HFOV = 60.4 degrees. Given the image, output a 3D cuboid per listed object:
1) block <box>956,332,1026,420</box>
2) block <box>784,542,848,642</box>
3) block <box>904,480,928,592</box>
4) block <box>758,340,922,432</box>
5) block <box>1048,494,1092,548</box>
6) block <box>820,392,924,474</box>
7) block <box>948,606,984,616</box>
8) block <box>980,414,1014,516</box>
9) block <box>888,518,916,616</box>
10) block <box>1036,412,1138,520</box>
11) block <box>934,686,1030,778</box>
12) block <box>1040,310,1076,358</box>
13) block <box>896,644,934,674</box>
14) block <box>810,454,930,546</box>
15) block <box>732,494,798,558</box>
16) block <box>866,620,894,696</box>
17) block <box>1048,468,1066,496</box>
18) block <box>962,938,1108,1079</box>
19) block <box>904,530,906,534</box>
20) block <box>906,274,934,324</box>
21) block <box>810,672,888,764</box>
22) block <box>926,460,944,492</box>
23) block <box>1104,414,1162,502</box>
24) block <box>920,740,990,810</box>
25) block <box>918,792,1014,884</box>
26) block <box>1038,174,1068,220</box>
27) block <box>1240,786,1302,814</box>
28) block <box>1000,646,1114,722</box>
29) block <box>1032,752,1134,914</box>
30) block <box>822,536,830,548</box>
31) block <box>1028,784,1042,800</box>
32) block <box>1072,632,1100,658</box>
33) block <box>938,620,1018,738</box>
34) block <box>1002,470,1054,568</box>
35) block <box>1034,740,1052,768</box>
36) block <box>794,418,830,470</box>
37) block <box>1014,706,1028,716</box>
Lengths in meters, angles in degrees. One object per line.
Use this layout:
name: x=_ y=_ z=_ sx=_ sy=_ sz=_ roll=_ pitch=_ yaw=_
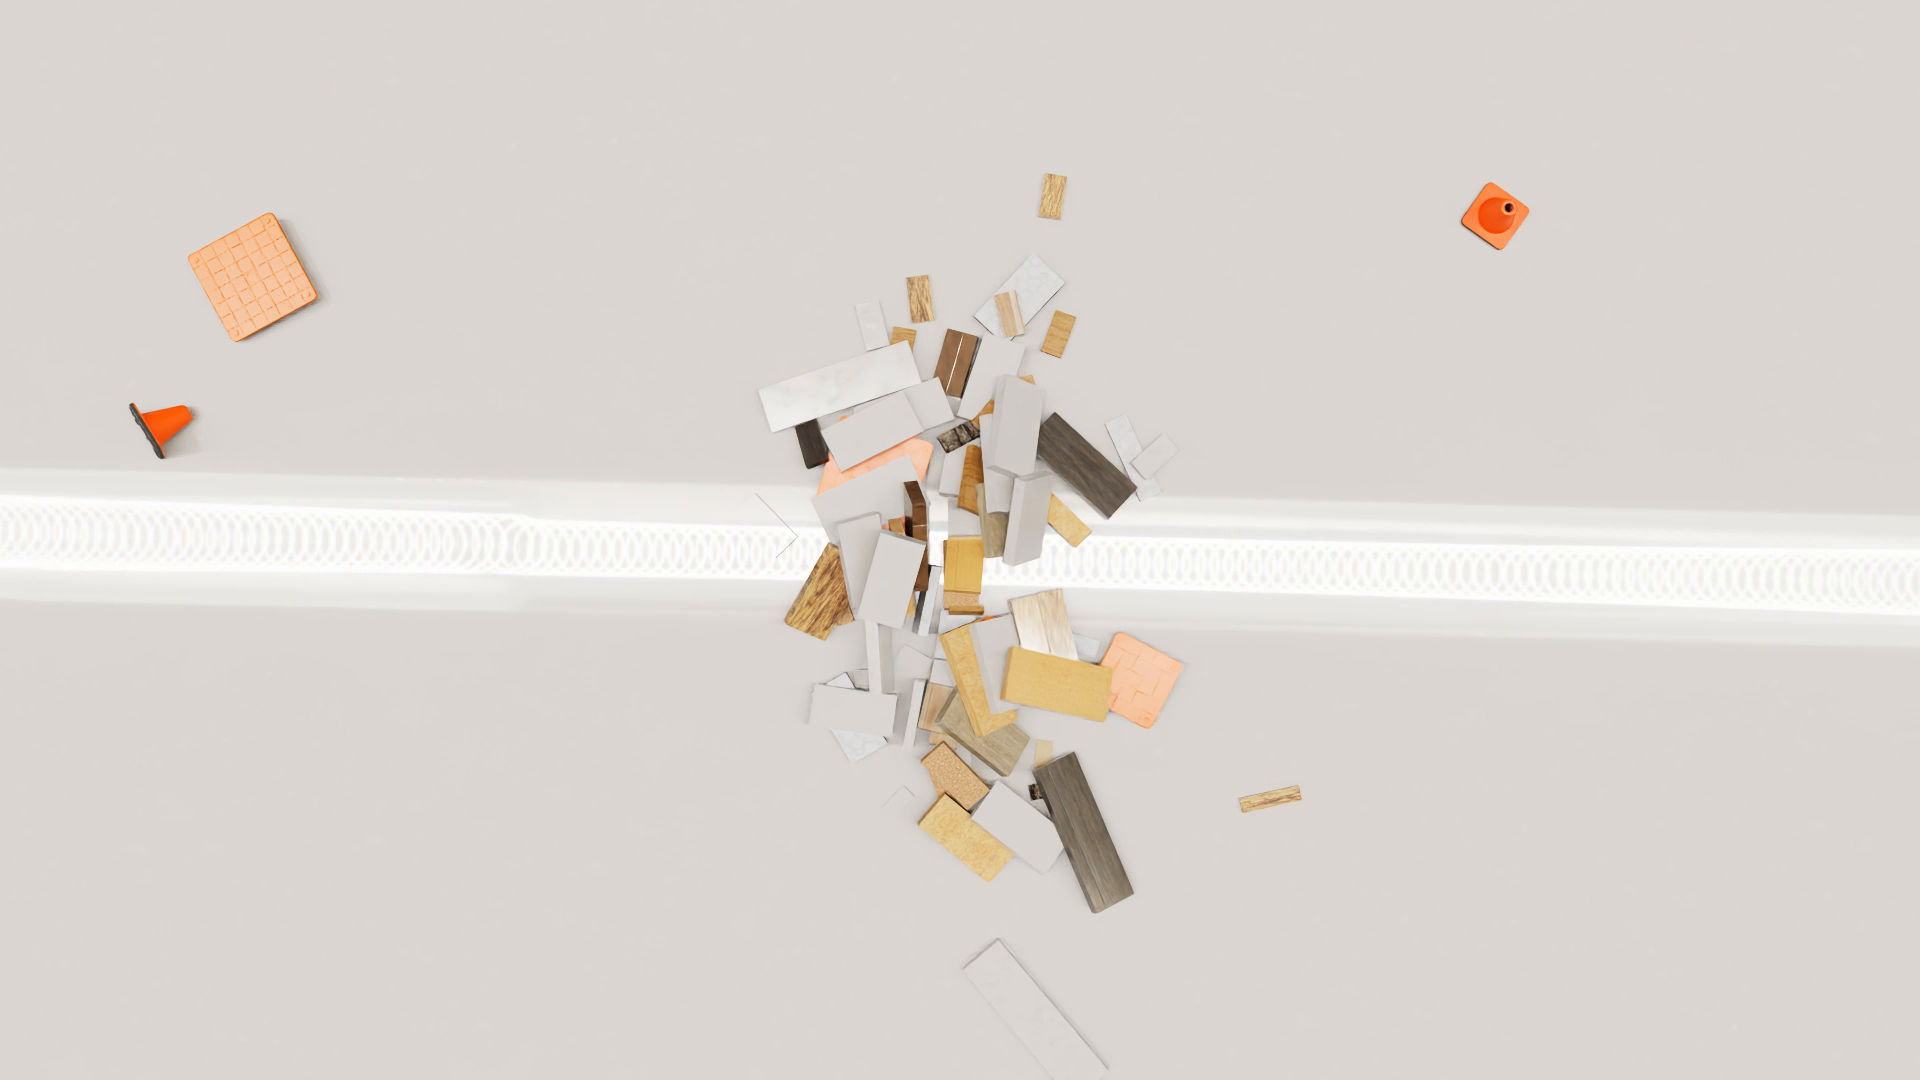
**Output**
block: x=0.102 y=-0.528 z=5.453 sx=0.144 sy=0.041 sz=0.287 roll=18 pitch=97 yaw=-7
block: x=-0.438 y=0.171 z=5.422 sx=0.150 sy=0.043 sz=0.301 roll=26 pitch=99 yaw=-27
block: x=-0.143 y=-0.012 z=5.349 sx=0.046 sy=0.161 sz=0.321 roll=-6 pitch=119 yaw=-10
block: x=-0.397 y=-0.508 z=5.465 sx=0.522 sy=0.042 sz=0.149 roll=-18 pitch=90 yaw=3
block: x=0.293 y=-0.114 z=5.452 sx=0.078 sy=0.022 sz=0.330 roll=-45 pitch=78 yaw=1
block: x=-0.286 y=-0.351 z=5.365 sx=0.299 sy=0.042 sz=0.149 roll=-27 pitch=85 yaw=-7
block: x=0.021 y=0.233 z=5.414 sx=0.115 sy=0.058 sz=0.016 roll=1 pitch=73 yaw=-3
block: x=0.148 y=-0.245 z=5.401 sx=0.161 sy=0.046 sz=0.321 roll=4 pitch=79 yaw=-44
block: x=-0.191 y=0.088 z=5.380 sx=0.041 sy=0.144 sz=0.288 roll=-9 pitch=111 yaw=-5
block: x=0.401 y=-0.245 z=5.459 sx=0.373 sy=0.041 sz=0.144 roll=43 pitch=82 yaw=3
block: x=0.074 y=0.624 z=5.401 sx=0.310 sy=0.044 sz=0.155 roll=40 pitch=65 yaw=-18
block: x=0.327 y=-0.685 z=5.490 sx=0.072 sy=0.021 sz=0.145 roll=21 pitch=90 yaw=0
block: x=-0.150 y=0.398 z=5.492 sx=0.113 sy=0.016 sz=0.057 roll=29 pitch=90 yaw=0
block: x=-0.294 y=-0.129 z=5.415 sx=0.352 sy=0.050 sz=0.176 roll=-24 pitch=94 yaw=1
block: x=-0.648 y=-0.048 z=5.486 sx=0.102 sy=0.029 sz=0.203 roll=-44 pitch=90 yaw=0
block: x=-0.265 y=0.355 z=5.425 sx=0.041 sy=0.144 sz=0.294 roll=-4 pitch=90 yaw=14
block: x=0.301 y=-0.179 z=5.489 sx=0.076 sy=0.022 sz=0.152 roll=39 pitch=90 yaw=0
block: x=0.250 y=1.591 z=5.478 sx=0.155 sy=0.044 sz=0.565 roll=-40 pitch=90 yaw=0
block: x=-0.160 y=0.013 z=5.493 sx=0.050 sy=0.014 sz=0.101 roll=-32 pitch=90 yaw=0
block: x=-0.132 y=-0.801 z=5.489 sx=0.077 sy=0.022 sz=0.153 roll=-7 pitch=90 yaw=0
block: x=-0.369 y=0.590 z=5.481 sx=0.136 sy=0.039 sz=0.273 roll=-31 pitch=90 yaw=0
block: x=-0.082 y=-0.211 z=5.493 sx=0.050 sy=0.014 sz=0.101 roll=8 pitch=90 yaw=0
block: x=0.575 y=-0.274 z=5.489 sx=0.076 sy=0.022 sz=0.286 roll=-25 pitch=90 yaw=0
block: x=-0.015 y=0.774 z=5.424 sx=0.102 sy=0.029 sz=0.227 roll=-42 pitch=101 yaw=9
block: x=0.022 y=0.984 z=5.457 sx=0.311 sy=0.039 sz=0.136 roll=41 pitch=90 yaw=-9
block: x=0.309 y=-1.142 z=5.490 sx=0.072 sy=0.021 sz=0.145 roll=9 pitch=90 yaw=0
block: x=1.034 y=0.863 z=5.493 sx=0.202 sy=0.014 sz=0.050 roll=-12 pitch=90 yaw=0
block: x=0.316 y=0.472 z=5.366 sx=0.352 sy=0.050 sz=0.176 roll=14 pitch=76 yaw=-15
block: x=0.407 y=0.966 z=5.453 sx=0.150 sy=0.043 sz=0.511 roll=-23 pitch=90 yaw=-21
block: x=-0.412 y=0.036 z=5.492 sx=0.057 sy=0.016 sz=0.113 roll=-29 pitch=90 yaw=0
block: x=0.282 y=0.833 z=5.493 sx=0.104 sy=0.015 sz=0.052 roll=-10 pitch=90 yaw=0
block: x=0.403 y=0.347 z=5.492 sx=0.115 sy=0.016 sz=0.058 roll=16 pitch=90 yaw=0
block: x=0.060 y=0.449 z=5.375 sx=0.149 sy=0.042 sz=0.352 roll=-21 pitch=90 yaw=-34
block: x=0.223 y=-0.069 z=5.380 sx=0.042 sy=0.149 sz=0.297 roll=24 pitch=117 yaw=36
block: x=0.276 y=0.719 z=5.493 sx=0.052 sy=0.015 sz=0.103 roll=8 pitch=90 yaw=0
block: x=-0.489 y=-0.317 z=5.453 sx=0.078 sy=0.022 sz=0.157 roll=-21 pitch=66 yaw=8
block: x=0.201 y=0.537 z=5.493 sx=0.049 sy=0.014 sz=0.099 roll=3 pitch=90 yaw=0
